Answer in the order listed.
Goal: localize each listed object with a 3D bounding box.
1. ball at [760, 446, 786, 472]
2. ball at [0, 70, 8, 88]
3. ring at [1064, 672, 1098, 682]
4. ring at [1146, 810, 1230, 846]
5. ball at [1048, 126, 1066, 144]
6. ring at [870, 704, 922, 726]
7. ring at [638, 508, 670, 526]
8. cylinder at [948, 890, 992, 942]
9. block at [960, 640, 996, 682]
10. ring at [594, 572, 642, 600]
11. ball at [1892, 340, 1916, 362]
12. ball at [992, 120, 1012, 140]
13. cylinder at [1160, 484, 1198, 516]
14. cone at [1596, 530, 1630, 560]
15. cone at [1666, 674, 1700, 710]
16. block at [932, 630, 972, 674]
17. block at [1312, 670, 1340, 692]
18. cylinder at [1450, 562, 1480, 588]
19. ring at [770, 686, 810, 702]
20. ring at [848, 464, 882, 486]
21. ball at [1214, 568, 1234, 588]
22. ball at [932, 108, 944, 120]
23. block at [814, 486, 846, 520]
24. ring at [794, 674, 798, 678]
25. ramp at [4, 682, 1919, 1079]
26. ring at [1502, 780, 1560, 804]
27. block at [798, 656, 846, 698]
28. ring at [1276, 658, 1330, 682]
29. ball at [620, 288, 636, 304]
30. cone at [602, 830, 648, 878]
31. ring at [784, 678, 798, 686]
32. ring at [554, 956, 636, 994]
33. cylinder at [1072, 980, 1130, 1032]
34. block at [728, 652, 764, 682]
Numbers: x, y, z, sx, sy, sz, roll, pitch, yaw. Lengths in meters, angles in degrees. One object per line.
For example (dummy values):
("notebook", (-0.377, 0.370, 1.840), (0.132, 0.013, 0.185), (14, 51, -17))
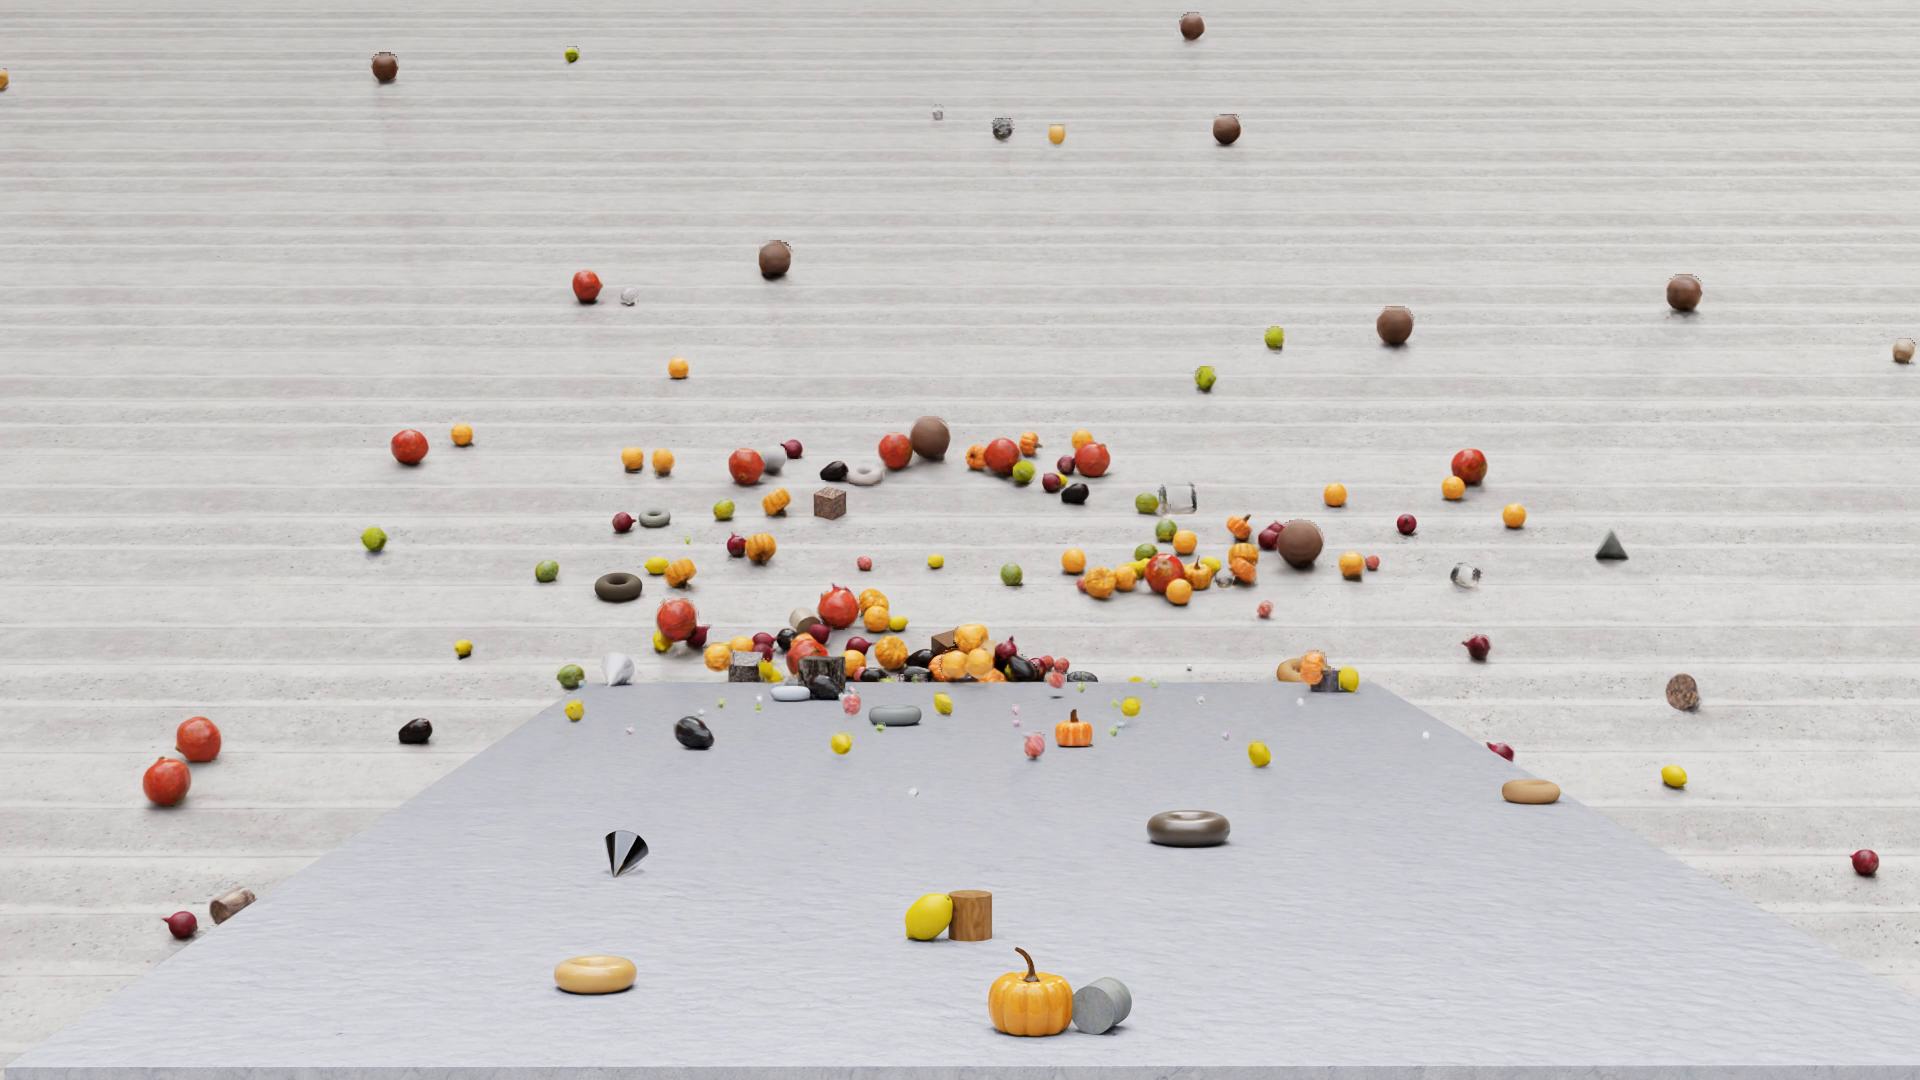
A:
("ball", (-0.588, -0.253, 8.080), (0.080, 0.080, 0.080), (0, 24, 0))
("ball", (-4.742, -2.274, 12.698), (0.098, 0.098, 0.098), (0, 24, 0))
("ring", (0.317, 0.369, 6.717), (0.089, 0.030, 0.089), (1, 23, 0))
("ring", (0.350, 0.442, 3.947), (0.129, 0.043, 0.129), (-1, 3, 0))
("ball", (0.441, -1.848, 11.739), (0.083, 0.083, 0.083), (0, 24, 0))
("ring", (-0.140, 0.380, 5.584), (0.115, 0.038, 0.115), (-1, 3, 0))
("ring", (-0.915, -0.068, 7.718), (0.097, 0.032, 0.097), (-1, 24, 0))
("cylinder", (0.013, 0.466, 3.194), (0.054, 0.054, 0.054), (0, 2, 0))
("block", (0.048, 0.323, 6.746), (0.090, 0.090, 0.090), (2, 24, 3))
("ring", (-0.961, 0.131, 7.244), (0.135, 0.045, 0.135), (1, 22, 0))
("ball", (3.304, -0.660, 9.018), (0.078, 0.078, 0.078), (0, 24, 0))
("ball", (0.194, -1.879, 11.797), (0.093, 0.093, 0.093), (0, 24, 0))
("cylinder", (0.658, -0.121, 7.763), (0.092, 0.092, 0.092), (-5, 24, -11))
("cone", (1.907, 0.032, 7.477), (0.087, 0.087, 0.087), (33, 30, 6))
("cone", (1.884, 0.398, 6.635), (0.092, 0.092, 0.092), (15, 9, -42))
("block", (-0.021, 0.296, 6.820), (0.080, 0.080, 0.080), (-15, 28, -30))
("block", (0.894, 0.345, 6.297), (0.051, 0.051, 0.051), (1, 3, 33))
("cylinder", (1.433, 0.101, 7.294), (0.060, 0.060, 0.060), (-19, 30, -37))
("ring", (-0.401, 0.364, 6.096), (0.094, 0.031, 0.094), (1, 1, 0))
("ring", (-0.296, -0.202, 8.017), (0.112, 0.037, 0.112), (0, 26, 0))
("ball", (0.748, 0.108, 7.287), (0.053, 0.053, 0.053), (0, 24, 0))
("ball", (-0.105, -2.013, 12.150), (0.057, 0.057, 0.057), (0, 24, 0))
("block", (-0.392, -0.110, 7.765), (0.071, 0.071, 0.071), (14, 27, 29))
("ring", (-0.364, 0.376, 6.586), (0.134, 0.134, 0.045), (2, 52, 6))
("ramp", (0.054, 0.490, 4.542), (2.000, 0.100, 4.000), (0, 2, 0))
("ring", (0.974, 0.429, 4.392), (0.098, 0.033, 0.098), (-1, 3, 0))
("block", (-0.332, 0.329, 6.190), (0.092, 0.092, 0.092), (0, 2, 13))
("ring", (0.901, 0.352, 6.733), (0.146, 0.049, 0.146), (0, 22, 0))
("ball", (-1.238, -0.912, 9.622), (0.058, 0.058, 0.058), (0, 24, 0))
("cone", (-0.483, 0.460, 3.656), (0.068, 0.068, 0.068), (3, 29, 6))
("ring", (-0.382, 0.356, 6.287), (0.094, 0.031, 0.094), (-1, 3, 0))
("ring", (-0.411, 0.490, 2.903), (0.094, 0.031, 0.094), (0, 1, 0))
("cylinder", (0.147, 0.487, 2.696), (0.050, 0.050, 0.050), (7, -5, 17))
("block", (-0.557, 0.346, 6.704), (0.082, 0.082, 0.082), (1, 24, 3))
